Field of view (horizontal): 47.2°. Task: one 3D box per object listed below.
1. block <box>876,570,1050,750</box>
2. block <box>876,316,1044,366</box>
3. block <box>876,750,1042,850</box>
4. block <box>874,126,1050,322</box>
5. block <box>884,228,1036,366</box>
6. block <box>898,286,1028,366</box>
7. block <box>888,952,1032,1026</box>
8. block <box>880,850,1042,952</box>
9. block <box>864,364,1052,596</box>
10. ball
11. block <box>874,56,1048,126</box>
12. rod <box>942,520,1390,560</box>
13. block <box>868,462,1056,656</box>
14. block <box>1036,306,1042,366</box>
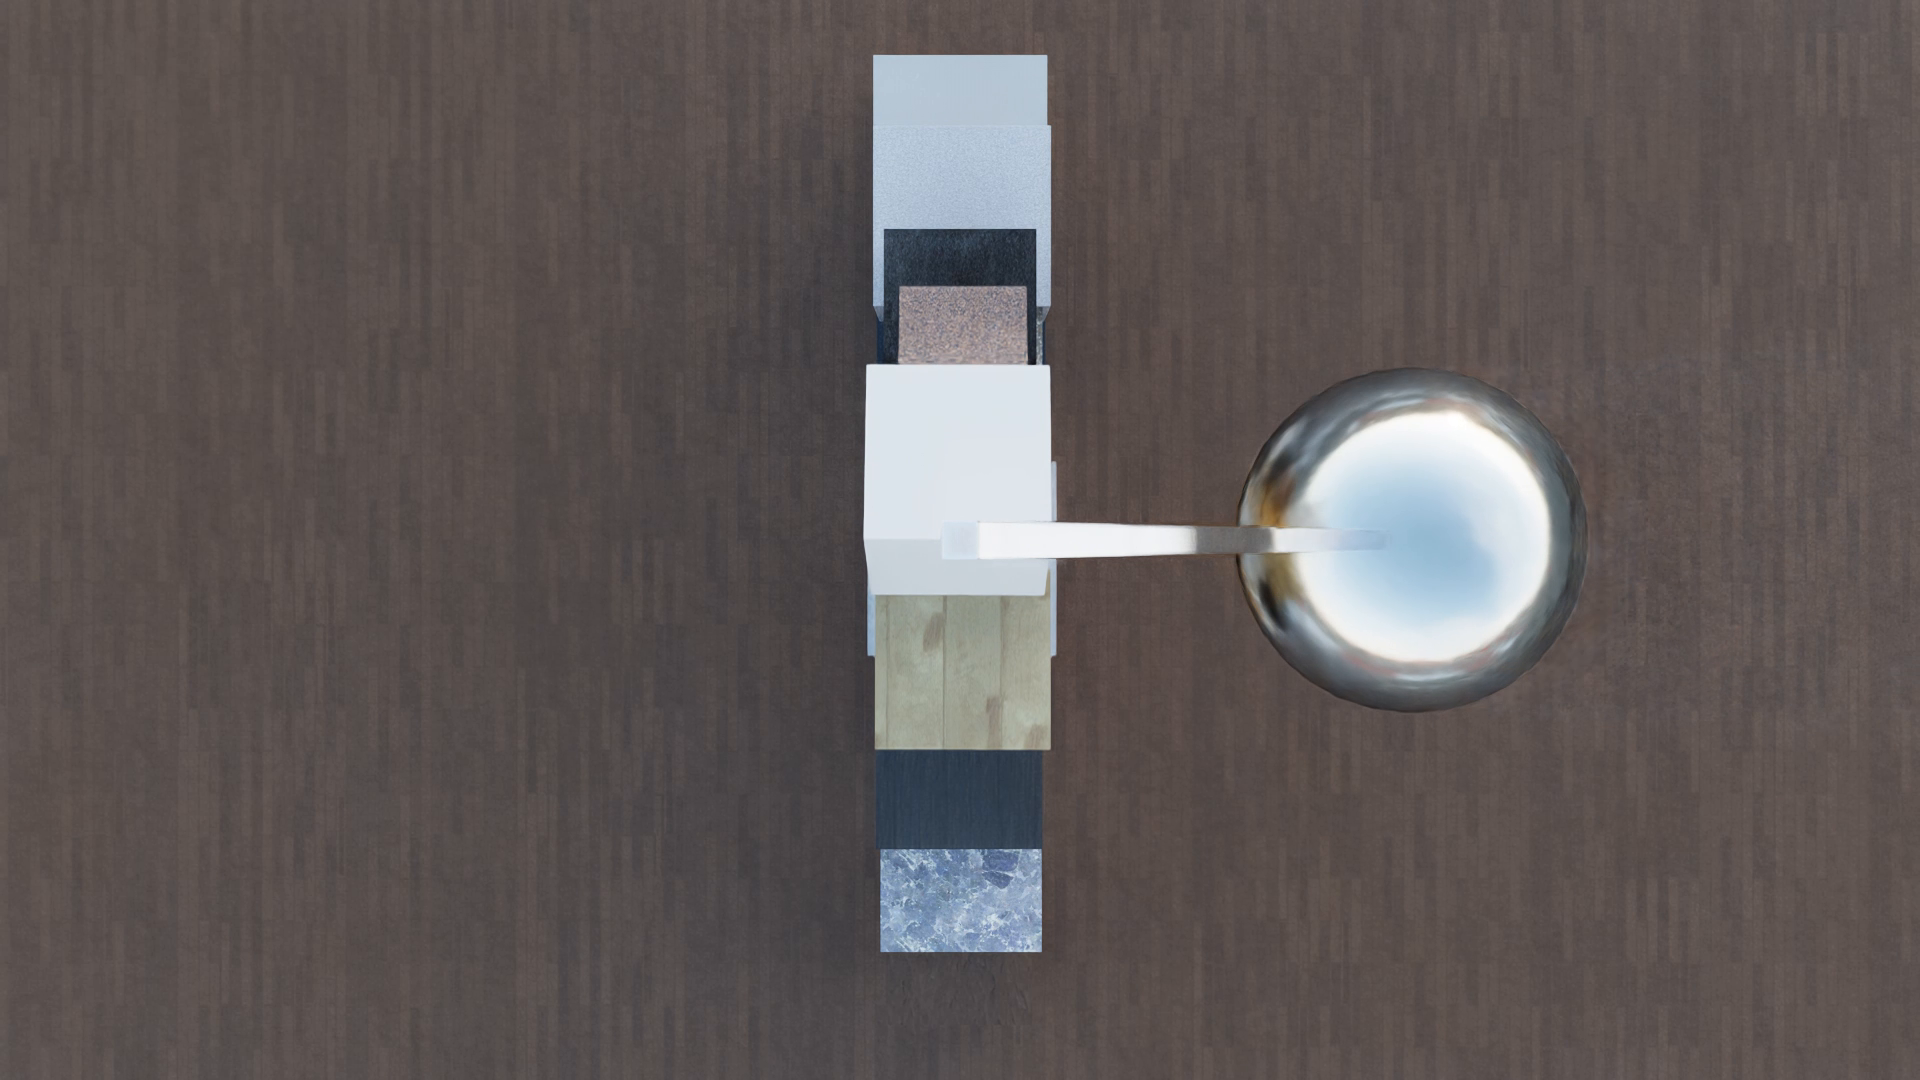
[{"bbox_3d":[0.012,0.527,10.072,0.771,0.792,0.793,0,90,0],"label":"block"},{"bbox_3d":[0.005,-1.360,12.592,0.931,0.817,0.836,0,90,0],"label":"block"},{"bbox_3d":[-0.004,1.042,10.926,0.801,0.739,0.886,0,90,0],"label":"block"},{"bbox_3d":[0.010,-1.656,11.649,0.904,0.902,0.918,0,91,0],"label":"block"},{"bbox_3d":[0.001,-1.134,10.893,0.736,0.624,0.736,0,91,0],"label":"block"},{"bbox_3d":[0.014,-0.803,10.179,0.579,0.520,0.546,0,65,0],"label":"block"},{"bbox_3d":[-0.002,2.259,12.549,0.795,0.903,0.819,0,90,0],"label":"block"},{"bbox_3d":[0.006,1.699,11.696,0.828,0.748,0.843,0,90,0],"label":"block"},{"bbox_3d":[-0.009,-0.241,9.374,0.758,0.804,0.759,0,72,0],"label":"block"},{"bbox_3d":[2.074,0.000,10.155,1.600,1.600,1.600,0,90,0],"label":"ball"},{"bbox_3d":[0.002,-2.228,12.549,0.956,0.901,0.880,0,90,0],"label":"block"},{"bbox_3d":[0.899,0.000,6.964,0.080,5.200,0.080,0,90,20],"label":"rod"},{"bbox_3d":[0.010,0.095,11.489,0.949,0.840,0.976,0,90,0],"label":"block"},{"bbox_3d":[0.018,-0.796,11.628,0.806,0.768,0.791,0,90,0],"label":"block"}]
